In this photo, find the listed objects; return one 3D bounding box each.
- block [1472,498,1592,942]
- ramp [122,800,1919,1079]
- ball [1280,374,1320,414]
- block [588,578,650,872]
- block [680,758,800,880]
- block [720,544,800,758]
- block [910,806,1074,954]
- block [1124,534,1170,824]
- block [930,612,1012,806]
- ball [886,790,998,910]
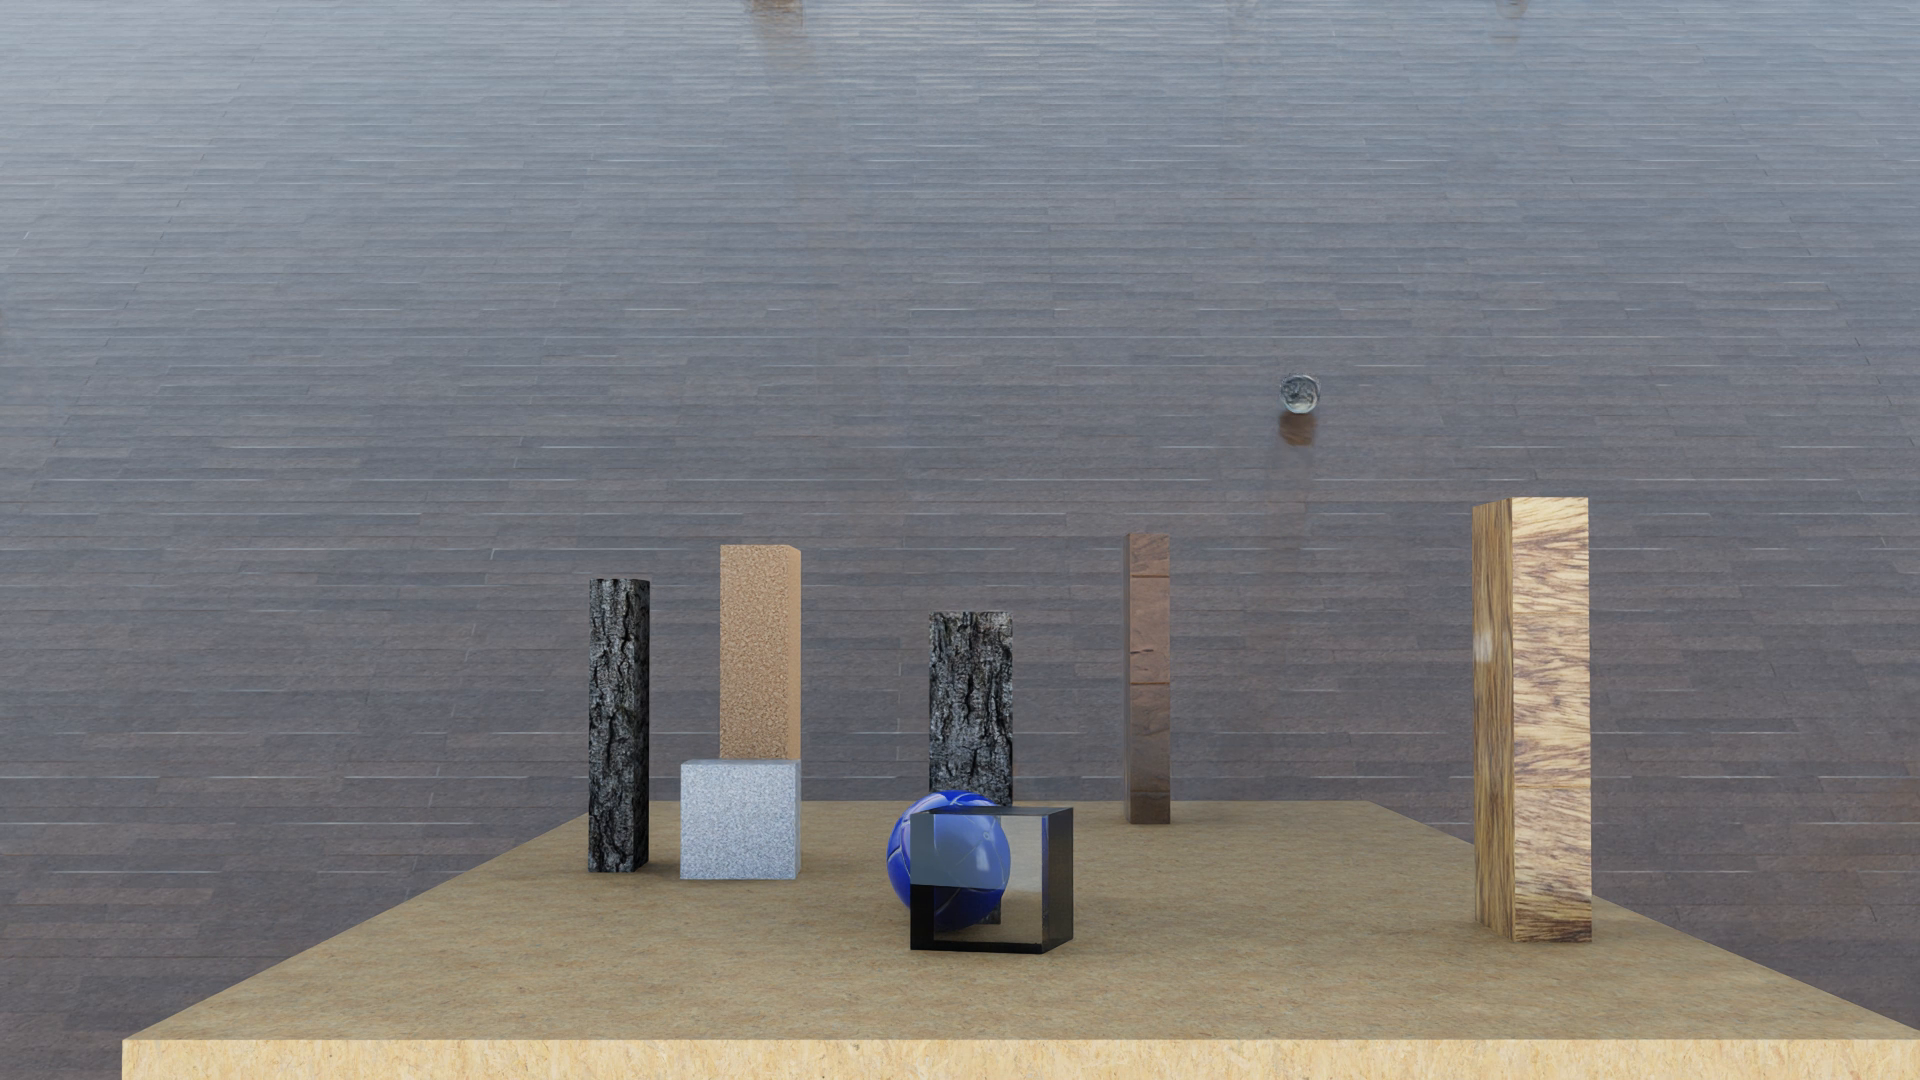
[{"bbox_3d":[0.857,0.265,3.909,0.110,0.643,0.296,0,-2,0],"label":"block"},{"bbox_3d":[0.078,0.669,4.856,2.000,0.100,4.000,0,-2,0],"label":"ramp"},{"bbox_3d":[1.116,-0.478,8.518,0.129,0.129,0.129,0,35,0],"label":"ball"},{"bbox_3d":[-0.650,0.350,4.965,0.084,0.547,0.241,0,-2,0],"label":"block"},{"bbox_3d":[-0.403,0.514,4.810,0.207,0.207,0.207,0,-2,-1],"label":"block"},{"bbox_3d":[-0.390,0.322,5.114,0.129,0.612,0.386,0,-2,0],"label":"block"},{"bbox_3d":[0.048,0.485,3.733,0.191,0.191,0.191,-1,-2,16],"label":"block"},{"bbox_3d":[0.442,0.327,6.171,0.092,0.676,0.242,0,-2,0],"label":"block"},{"bbox_3d":[0.017,0.358,4.253,0.130,0.480,0.383,0,-2,0],"label":"block"},{"bbox_3d":[-0.009,0.484,3.954,0.208,0.208,0.208,0,35,0],"label":"ball"}]
